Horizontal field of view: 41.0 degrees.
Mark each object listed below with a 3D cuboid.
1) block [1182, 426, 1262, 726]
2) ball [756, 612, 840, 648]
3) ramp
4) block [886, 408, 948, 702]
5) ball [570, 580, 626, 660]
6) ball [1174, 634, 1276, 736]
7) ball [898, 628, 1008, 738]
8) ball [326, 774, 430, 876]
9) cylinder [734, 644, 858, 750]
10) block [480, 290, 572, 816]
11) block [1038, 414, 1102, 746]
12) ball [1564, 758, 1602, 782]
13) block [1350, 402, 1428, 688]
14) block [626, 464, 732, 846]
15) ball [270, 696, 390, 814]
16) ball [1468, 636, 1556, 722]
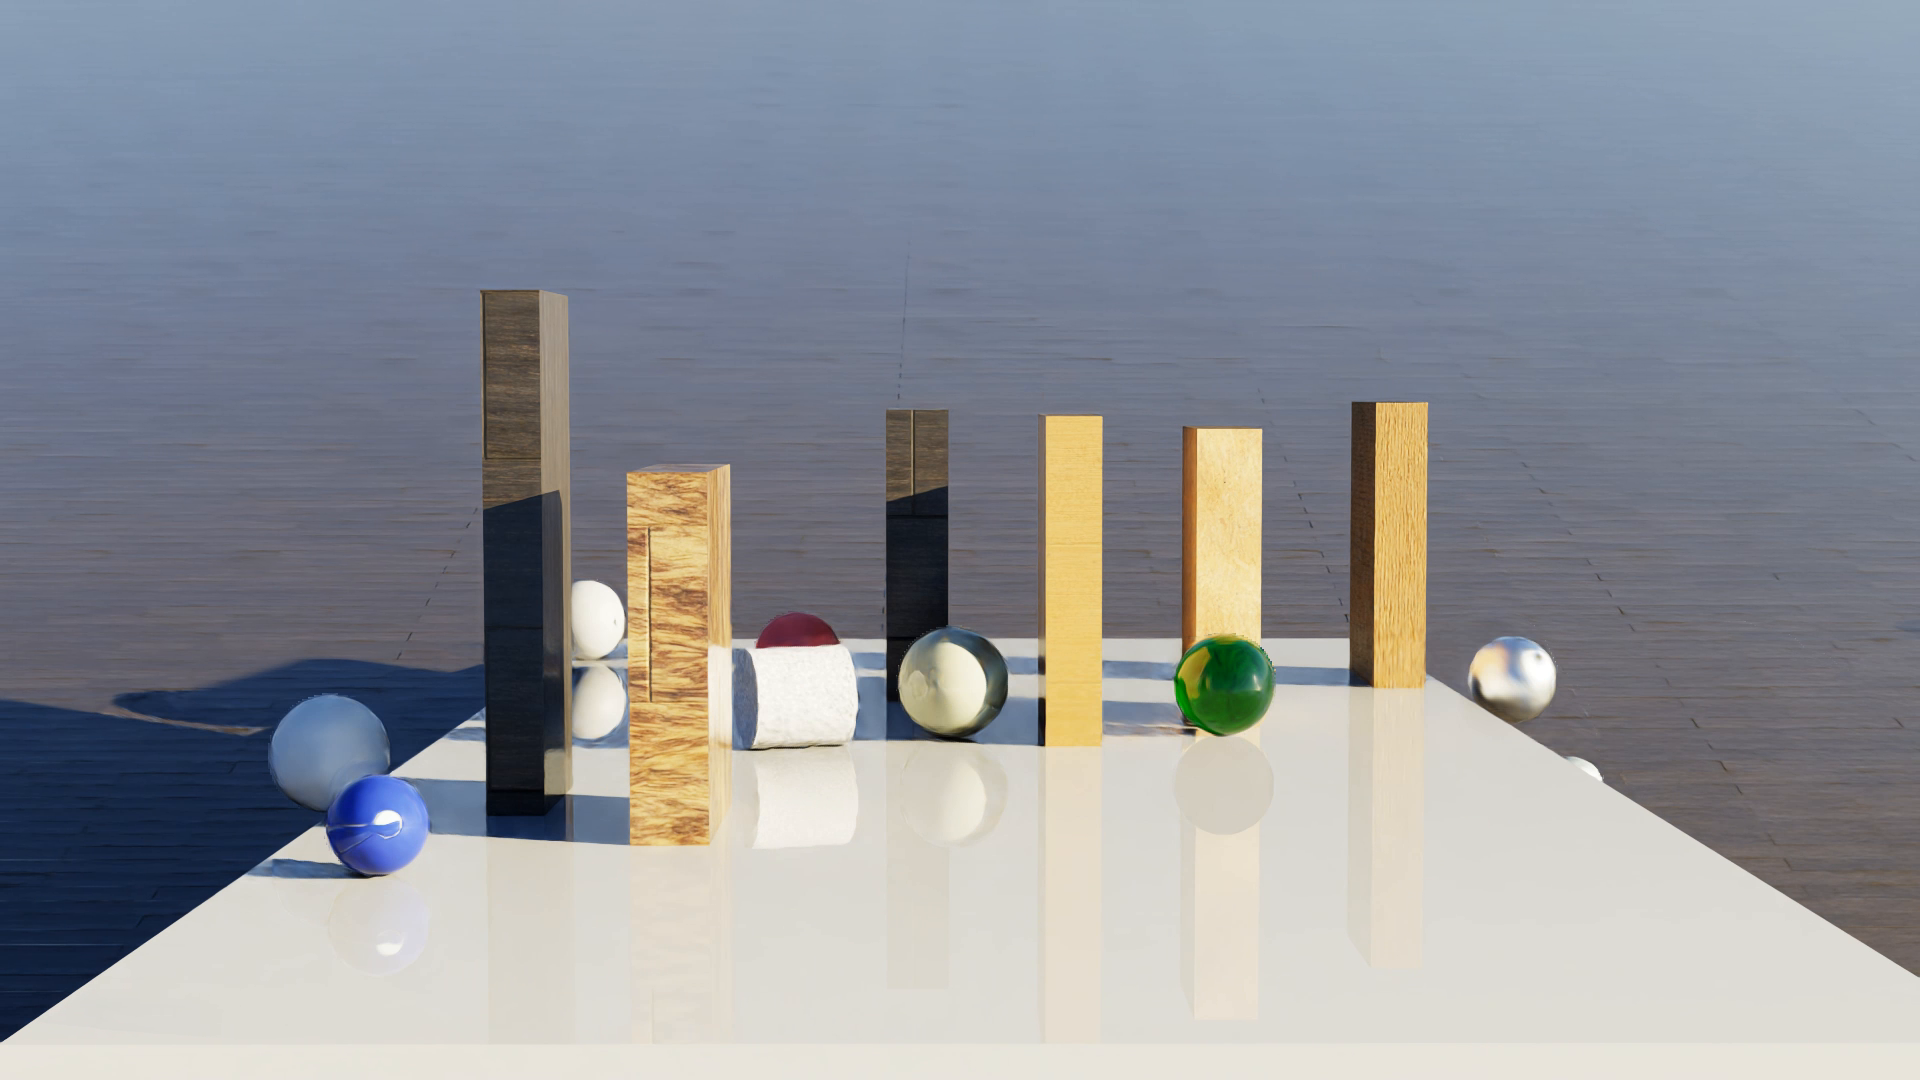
[{"bbox_3d":[0.507,0.063,5.004,0.121,0.563,0.312,0,4,0],"label":"block"},{"bbox_3d":[-0.332,0.239,5.271,0.179,0.179,0.179,0,20,0],"label":"ball"},{"bbox_3d":[0.047,0.424,4.534,2.000,0.100,4.000,0,4,0],"label":"ramp"},{"bbox_3d":[-0.088,0.021,5.427,0.126,0.596,0.389,0,4,0],"label":"block"},{"bbox_3d":[-0.878,0.189,6.031,0.188,0.188,0.188,0,20,0],"label":"ball"},{"bbox_3d":[0.489,0.268,4.747,0.186,0.186,0.186,0,20,0],"label":"ball"},{"bbox_3d":[-0.012,0.262,4.712,0.203,0.203,0.203,0,20,0],"label":"ball"},{"bbox_3d":[-0.771,0.377,3.401,0.134,0.134,0.134,0,20,0],"label":"ball"},{"bbox_3d":[-0.296,0.281,4.595,0.179,0.179,0.179,-1,19,-19],"label":"cylinder"},{"bbox_3d":[-0.670,0.013,3.986,0.088,0.790,0.285,0,4,0],"label":"block"},{"bbox_3d":[0.203,0.062,4.797,0.100,0.591,0.432,0,4,0],"label":"block"},{"bbox_3d":[1.328,0.532,5.562,0.124,0.124,0.124,0,20,0],"label":"ball"},{"bbox_3d":[0.937,0.002,5.632,0.110,0.608,0.336,0,4,0],"label":"block"},{"bbox_3d":[-0.410,0.157,3.787,0.112,0.526,0.367,0,4,0],"label":"block"},{"bbox_3d":[-0.956,0.325,3.899,0.178,0.178,0.178,0,20,0],"label":"ball"},{"bbox_3d":[1.214,0.306,5.641,0.190,0.190,0.190,0,20,0],"label":"ball"}]
